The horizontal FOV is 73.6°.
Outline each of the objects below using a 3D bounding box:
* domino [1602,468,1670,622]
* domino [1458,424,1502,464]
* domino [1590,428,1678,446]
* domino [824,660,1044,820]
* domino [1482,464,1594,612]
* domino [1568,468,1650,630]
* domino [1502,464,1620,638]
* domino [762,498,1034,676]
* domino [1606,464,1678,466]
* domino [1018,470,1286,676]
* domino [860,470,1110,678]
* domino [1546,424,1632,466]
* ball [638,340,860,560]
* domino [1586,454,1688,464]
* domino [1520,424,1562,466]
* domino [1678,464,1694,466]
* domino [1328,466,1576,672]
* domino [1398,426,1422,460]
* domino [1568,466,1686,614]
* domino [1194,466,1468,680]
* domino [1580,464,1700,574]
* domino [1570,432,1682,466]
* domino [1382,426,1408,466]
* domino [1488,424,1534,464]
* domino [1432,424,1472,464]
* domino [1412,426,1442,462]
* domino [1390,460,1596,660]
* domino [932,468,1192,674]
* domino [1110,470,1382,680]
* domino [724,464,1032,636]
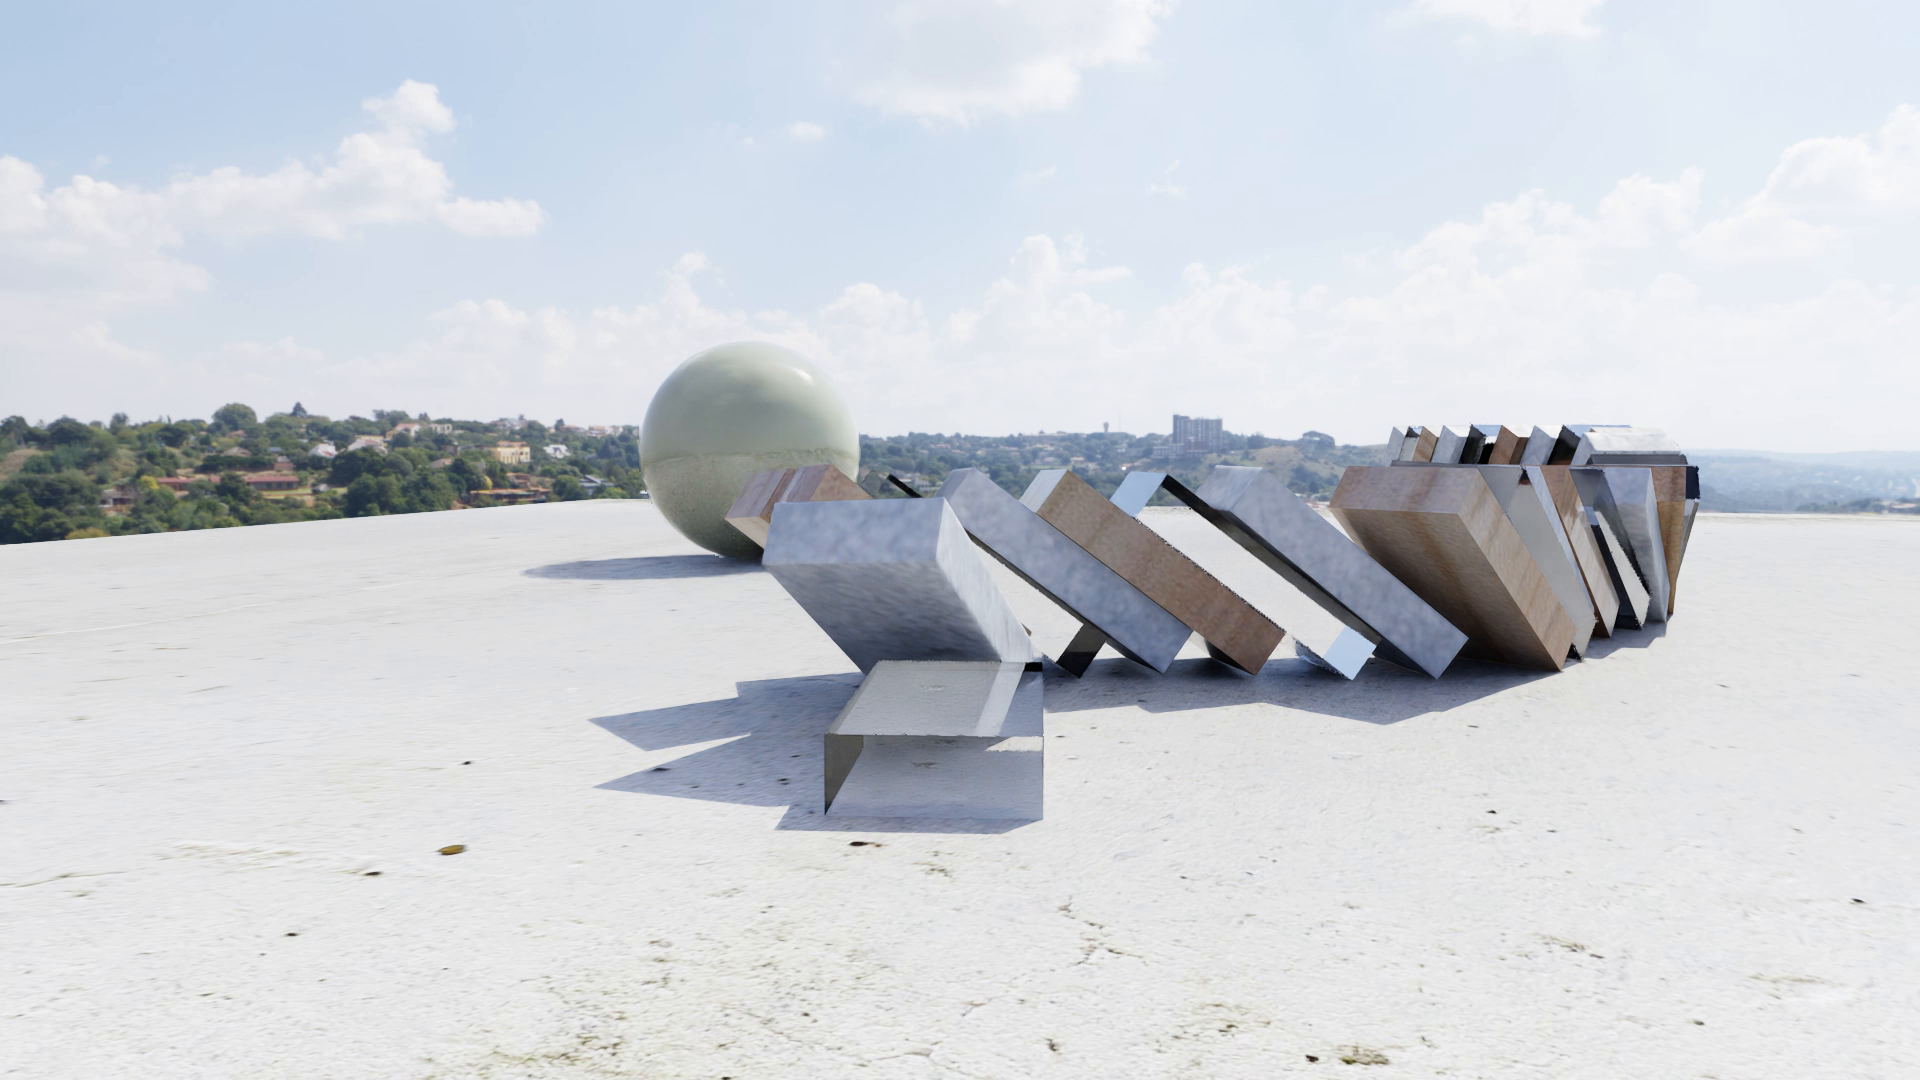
[{"bbox_3d":[0.148,0.002,0.298,0.025,0.009,0.050,3,-31,36],"label":"domino"},{"bbox_3d":[0.184,-0.016,0.448,0.025,0.050,0.009,-1,31,-15],"label":"domino"},{"bbox_3d":[0.203,-0.012,0.406,0.025,0.050,0.009,-1,37,-15],"label":"domino"},{"bbox_3d":[-0.002,0.025,0.171,0.025,0.010,0.050,0,4,3],"label":"domino"},{"bbox_3d":[0.111,0.003,0.264,0.025,0.009,0.050,5,-31,42],"label":"domino"},{"bbox_3d":[0.135,0.002,0.287,0.025,0.009,0.050,4,-31,42],"label":"domino"},{"bbox_3d":[0.122,0.003,0.275,0.025,0.010,0.050,4,-32,42],"label":"domino"},{"bbox_3d":[-0.007,0.010,0.193,0.025,0.009,0.050,-1,-28,18],"label":"domino"},{"bbox_3d":[0.177,-0.002,0.341,0.025,0.009,0.050,1,-32,18],"label":"domino"},{"bbox_3d":[0.035,0.005,0.241,0.050,0.009,0.025,36,-2,-7],"label":"domino"},{"bbox_3d":[0.002,0.006,0.240,0.050,0.010,0.025,37,-4,-12],"label":"domino"},{"bbox_3d":[0.201,-0.013,0.419,0.025,0.050,0.009,-1,32,-14],"label":"domino"},{"bbox_3d":[-0.077,-0.033,0.471,0.080,0.080,0.080,0,4,0],"label":"ball"},{"bbox_3d":[0.190,-0.005,0.373,0.025,0.009,0.050,1,-36,5],"label":"domino"},{"bbox_3d":[0.197,-0.014,0.429,0.025,0.050,0.009,-1,32,-15],"label":"domino"},{"bbox_3d":[0.184,-0.003,0.357,0.025,0.010,0.050,1,-32,12],"label":"domino"},{"bbox_3d":[0.092,0.006,0.237,0.025,0.010,0.050,5,-31,50],"label":"domino"},{"bbox_3d":[0.173,-0.018,0.478,0.025,0.050,0.009,-1,31,-15],"label":"domino"},{"bbox_3d":[0.160,0.000,0.311,0.025,0.009,0.050,3,-31,27],"label":"domino"},{"bbox_3d":[0.068,0.005,0.240,0.050,0.009,0.025,38,-1,-9],"label":"domino"},{"bbox_3d":[0.169,-0.001,0.325,0.025,0.009,0.050,2,-32,22],"label":"domino"},{"bbox_3d":[0.196,-0.010,0.390,0.025,0.050,0.009,0,41,0],"label":"domino"},{"bbox_3d":[0.171,-0.019,0.488,0.025,0.050,0.009,-1,31,-15],"label":"domino"},{"bbox_3d":[0.191,-0.015,0.439,0.025,0.050,0.010,-1,31,-15],"label":"domino"},{"bbox_3d":[0.178,-0.016,0.457,0.025,0.050,0.009,-1,31,-15],"label":"domino"},{"bbox_3d":[0.175,-0.017,0.468,0.025,0.050,0.010,-1,31,-15],"label":"domino"},{"bbox_3d":[0.102,0.004,0.248,0.025,0.010,0.050,8,-29,46],"label":"domino"},{"bbox_3d":[0.018,0.005,0.240,0.050,0.010,0.025,36,-4,-8],"label":"domino"},{"bbox_3d":[0.052,0.006,0.240,0.050,0.009,0.025,36,-1,-8],"label":"domino"},{"bbox_3d":[-0.014,0.006,0.221,0.050,0.009,0.025,41,-25,-30],"label":"domino"}]
